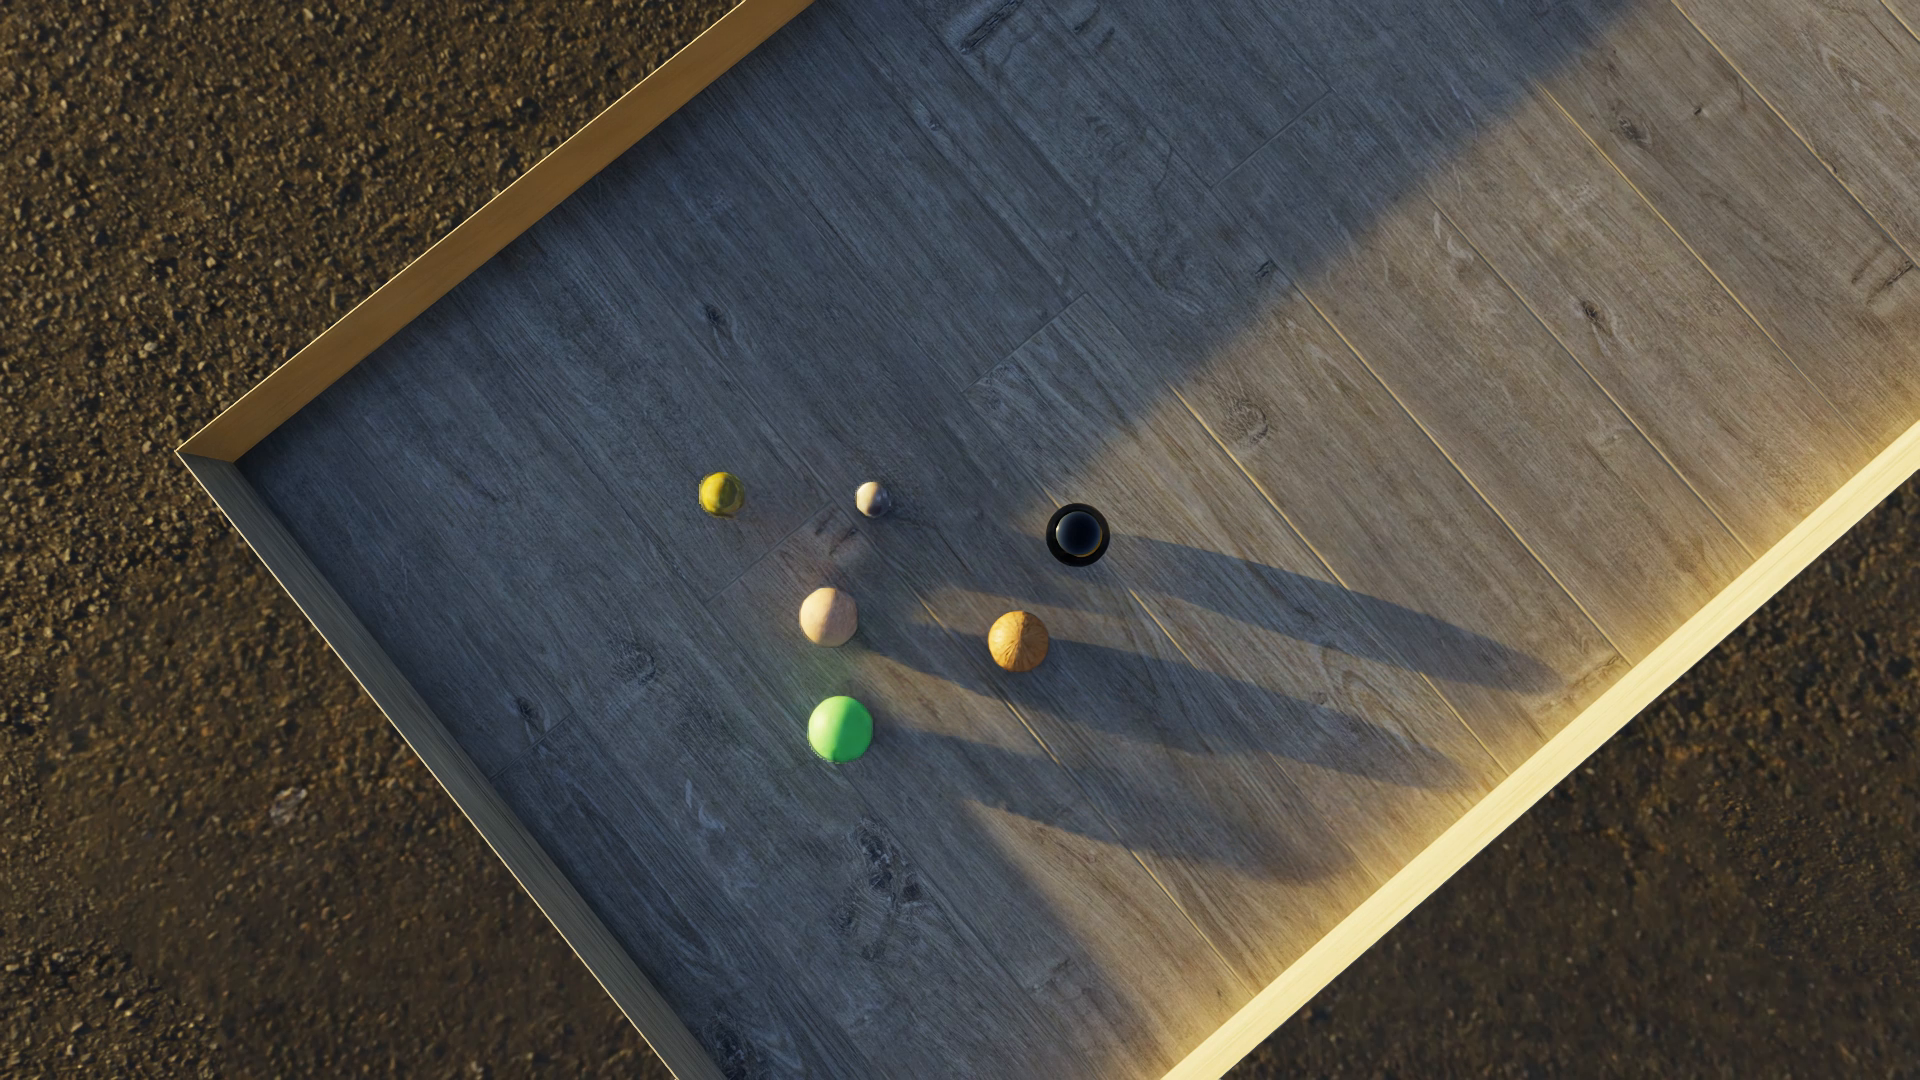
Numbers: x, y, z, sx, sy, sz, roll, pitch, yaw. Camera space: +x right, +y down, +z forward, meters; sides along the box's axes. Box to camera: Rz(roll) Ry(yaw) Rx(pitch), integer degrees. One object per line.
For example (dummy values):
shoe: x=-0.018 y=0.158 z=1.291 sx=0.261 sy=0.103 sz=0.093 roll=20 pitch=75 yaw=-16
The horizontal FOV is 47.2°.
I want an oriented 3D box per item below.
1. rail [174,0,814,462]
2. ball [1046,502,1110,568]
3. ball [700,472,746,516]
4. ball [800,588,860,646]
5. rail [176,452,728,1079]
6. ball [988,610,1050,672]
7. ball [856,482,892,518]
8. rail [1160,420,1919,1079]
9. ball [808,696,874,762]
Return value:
rail: x=0.097 y=-1.119 z=3.404 sx=3.198 sy=0.125 sz=0.045 roll=-40 pitch=84 yaw=-5
ball: x=0.175 y=-0.007 z=3.256 sx=0.096 sy=0.096 sz=0.096 roll=0 pitch=82 yaw=0
ball: x=-0.354 y=-0.069 z=3.280 sx=0.067 sy=0.067 sz=0.067 roll=0 pitch=82 yaw=0
ball: x=-0.192 y=0.113 z=3.243 sx=0.087 sy=0.087 sz=0.087 roll=0 pitch=82 yaw=0
rail: x=-0.594 y=0.490 z=3.168 sx=0.045 sy=0.125 sz=1.651 roll=-40 pitch=84 yaw=-5
ball: x=0.086 y=0.150 z=3.236 sx=0.091 sy=0.091 sz=0.091 roll=0 pitch=82 yaw=0
ball: x=-0.129 y=-0.060 z=3.286 sx=0.053 sy=0.053 sz=0.053 roll=0 pitch=82 yaw=0
rail: x=1.128 y=0.096 z=3.226 sx=3.198 sy=0.125 sz=0.045 roll=-40 pitch=84 yaw=-5
ball: x=-0.174 y=0.276 z=3.215 sx=0.096 sy=0.096 sz=0.096 roll=0 pitch=82 yaw=0
